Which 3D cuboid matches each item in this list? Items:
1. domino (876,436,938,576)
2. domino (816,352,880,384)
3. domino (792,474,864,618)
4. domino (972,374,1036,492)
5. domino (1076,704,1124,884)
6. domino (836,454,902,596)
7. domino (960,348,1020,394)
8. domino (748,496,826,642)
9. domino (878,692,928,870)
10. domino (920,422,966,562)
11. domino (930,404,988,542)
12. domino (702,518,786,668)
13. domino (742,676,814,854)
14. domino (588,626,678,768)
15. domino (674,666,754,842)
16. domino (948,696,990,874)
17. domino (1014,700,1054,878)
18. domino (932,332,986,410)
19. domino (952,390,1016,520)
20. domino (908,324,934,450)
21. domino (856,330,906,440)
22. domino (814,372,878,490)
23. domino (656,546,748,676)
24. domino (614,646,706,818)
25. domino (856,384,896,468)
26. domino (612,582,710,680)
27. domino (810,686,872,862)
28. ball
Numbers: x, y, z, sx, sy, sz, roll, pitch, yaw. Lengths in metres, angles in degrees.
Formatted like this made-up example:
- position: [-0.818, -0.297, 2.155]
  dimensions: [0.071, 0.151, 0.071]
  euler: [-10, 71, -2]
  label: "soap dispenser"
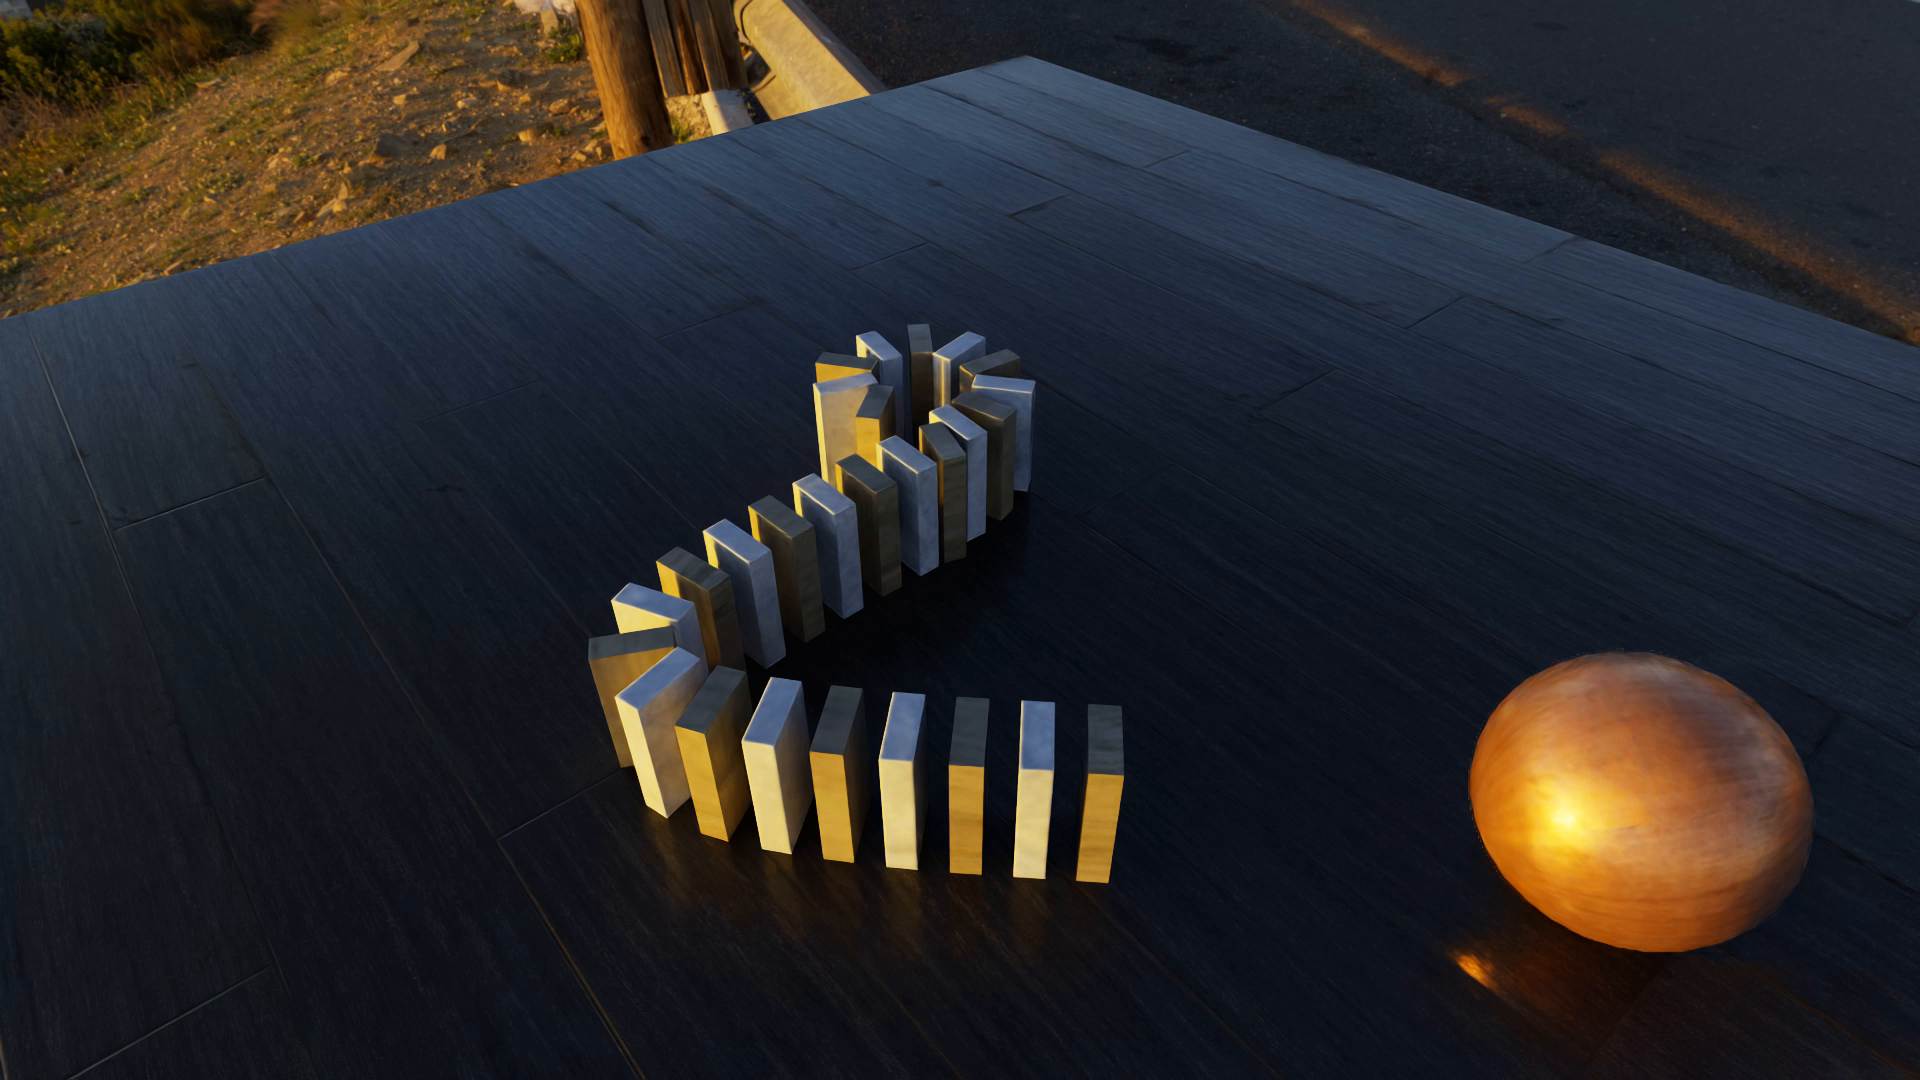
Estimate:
- position: [-0.020, -0.013, 0.427]
  dimensions: [0.010, 0.050, 0.025]
  euler: [-28, 47, -30]
  label: "domino"
- position: [-0.048, -0.056, 0.480]
  dimensions: [0.025, 0.050, 0.009]
  euler: [9, 40, 11]
  label: "domino"
- position: [-0.049, 0.003, 0.408]
  dimensions: [0.009, 0.050, 0.025]
  euler: [-30, 48, -31]
  label: "domino"
- position: [0.018, -0.045, 0.466]
  dimensions: [0.025, 0.050, 0.009]
  euler: [8, 40, 9]
  label: "domino"
- position: [0.040, 0.074, 0.321]
  dimensions: [0.010, 0.050, 0.025]
  euler: [3, 39, 4]
  label: "domino"
- position: [-0.034, -0.005, 0.418]
  dimensions: [0.009, 0.050, 0.025]
  euler: [-29, 47, -30]
  label: "domino"
- position: [0.013, -0.056, 0.480]
  dimensions: [0.025, 0.050, 0.009]
  euler: [-23, 45, -26]
  label: "domino"
- position: [-0.062, 0.011, 0.398]
  dimensions: [0.010, 0.050, 0.025]
  euler: [-32, 49, -33]
  label: "domino"
- position: [-0.016, 0.071, 0.324]
  dimensions: [0.009, 0.050, 0.025]
  euler: [4, 39, 5]
  label: "domino"
- position: [-0.007, -0.019, 0.434]
  dimensions: [0.010, 0.050, 0.025]
  euler: [-15, 42, -17]
  label: "domino"
- position: [-0.001, -0.027, 0.444]
  dimensions: [0.009, 0.050, 0.025]
  euler: [-26, 46, -28]
  label: "domino"
- position: [-0.075, 0.019, 0.388]
  dimensions: [0.025, 0.050, 0.010]
  euler: [31, 48, 32]
  label: "domino"
- position: [-0.053, 0.068, 0.329]
  dimensions: [0.010, 0.050, 0.025]
  euler: [7, 40, 9]
  label: "domino"
- position: [-0.100, 0.050, 0.350]
  dimensions: [0.025, 0.050, 0.009]
  euler: [-9, 40, -10]
  label: "domino"
- position: [-0.072, 0.065, 0.332]
  dimensions: [0.009, 0.050, 0.025]
  euler: [12, 41, 14]
  label: "domino"
- position: [0.003, 0.073, 0.323]
  dimensions: [0.009, 0.050, 0.025]
  euler: [3, 39, 4]
  label: "domino"
- position: [0.022, 0.074, 0.322]
  dimensions: [0.009, 0.050, 0.025]
  euler: [3, 39, 3]
  label: "domino"
- position: [0.000, -0.065, 0.490]
  dimensions: [0.009, 0.050, 0.025]
  euler: [26, 46, 28]
  label: "domino"
- position: [0.009, -0.034, 0.453]
  dimensions: [0.025, 0.050, 0.009]
  euler: [23, 45, 26]
  label: "domino"
- position: [-0.017, -0.069, 0.495]
  dimensions: [0.009, 0.050, 0.025]
  euler: [-4, 39, -4]
  label: "domino"
- position: [-0.035, -0.065, 0.491]
  dimensions: [0.009, 0.050, 0.025]
  euler: [-20, 44, -23]
  label: "domino"
- position: [-0.047, -0.045, 0.466]
  dimensions: [0.025, 0.050, 0.009]
  euler: [-15, 42, -18]
  label: "domino"
- position: [-0.088, 0.029, 0.377]
  dimensions: [0.025, 0.050, 0.009]
  euler: [25, 46, 28]
  label: "domino"
- position: [-0.089, 0.060, 0.339]
  dimensions: [0.010, 0.050, 0.025]
  euler: [23, 45, 26]
  label: "domino"
- position: [-0.034, -0.036, 0.456]
  dimensions: [0.010, 0.050, 0.025]
  euler: [7, 40, 9]
  label: "domino"
- position: [-0.097, 0.039, 0.364]
  dimensions: [0.025, 0.050, 0.009]
  euler: [15, 42, 18]
  label: "domino"
- position: [-0.035, 0.070, 0.326]
  dimensions: [0.009, 0.050, 0.025]
  euler: [6, 40, 7]
  label: "domino"
- position: [0.184, 0.071, 0.302]
  dimensions: [0.080, 0.080, 0.080]
  euler: [0, 39, 0]
  label: "ball"
